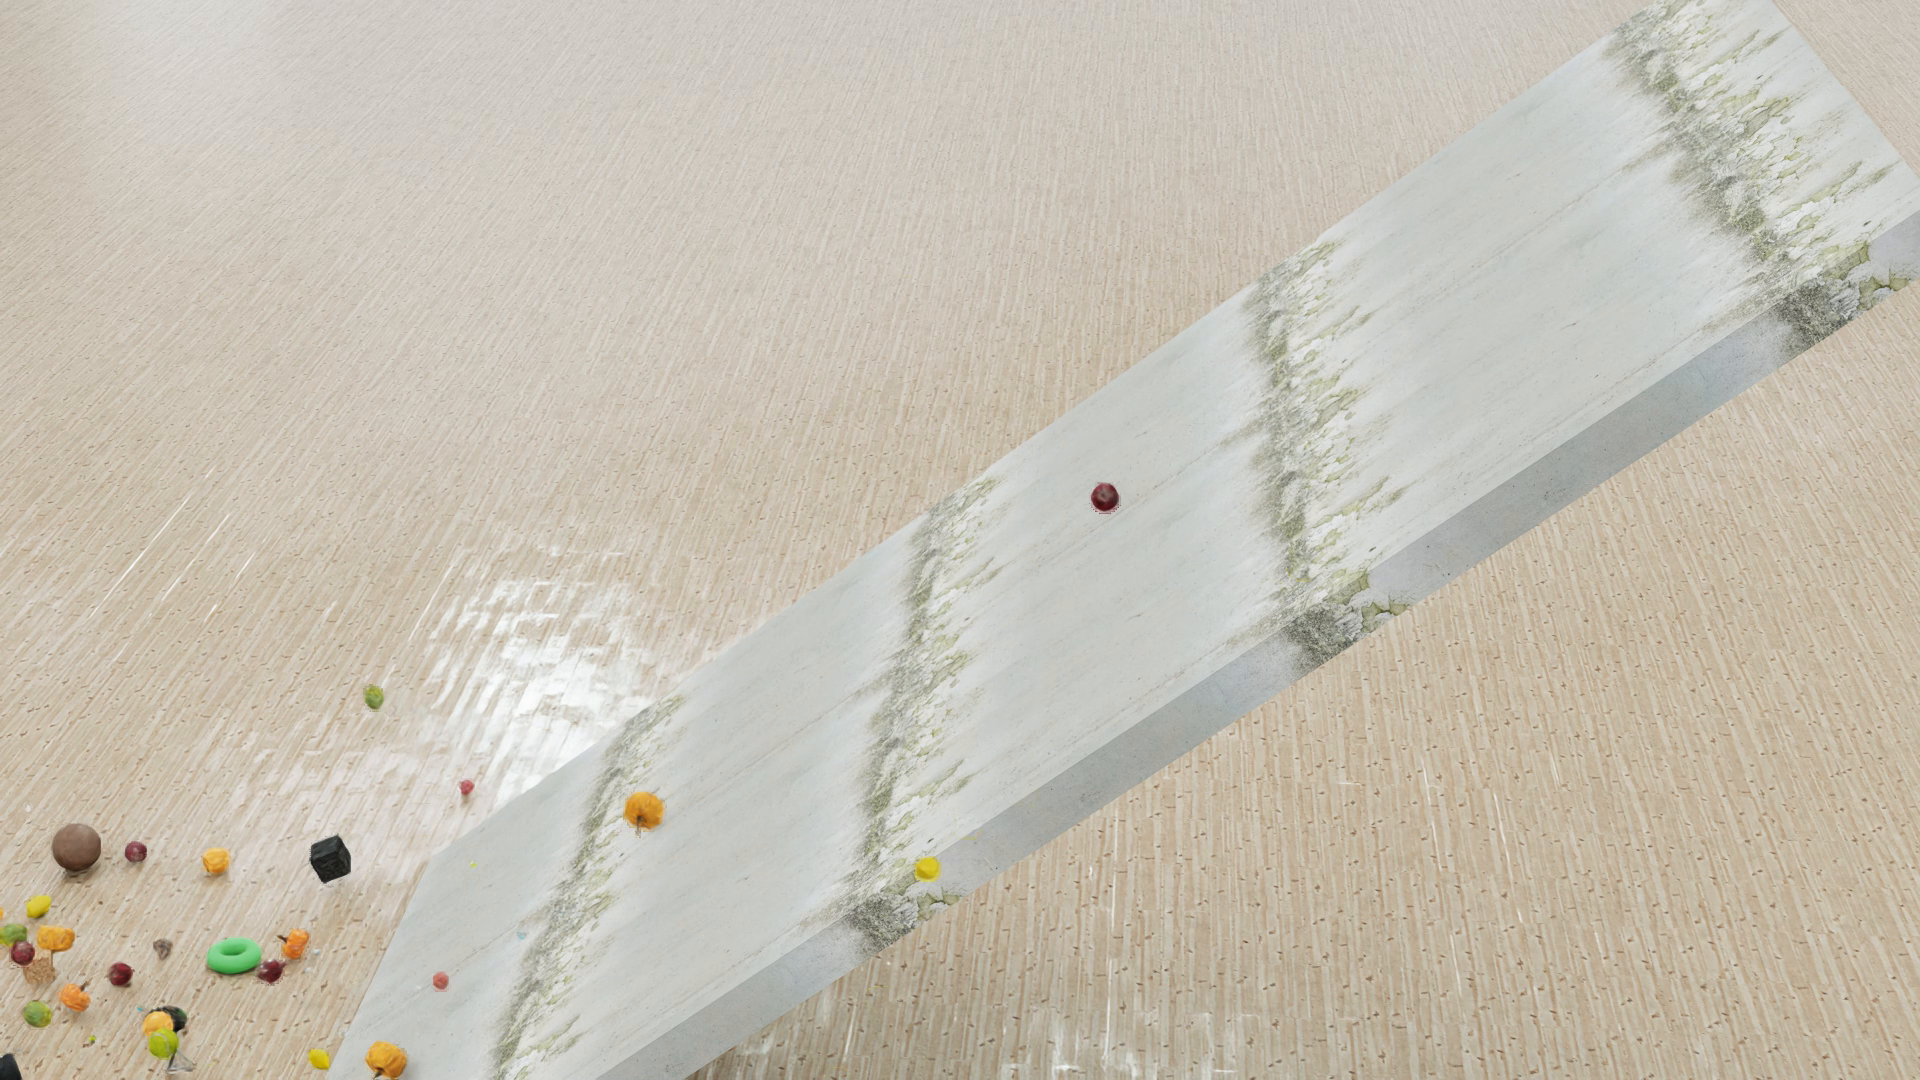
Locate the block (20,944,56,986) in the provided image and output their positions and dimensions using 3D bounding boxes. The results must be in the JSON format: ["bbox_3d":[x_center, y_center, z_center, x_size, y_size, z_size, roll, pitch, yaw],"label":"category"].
[{"bbox_3d":[-2.323,1.069,7.406,0.067,0.067,0.067,-11,25,-25],"label":"block"}]

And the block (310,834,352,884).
[{"bbox_3d":[-1.669,0.846,7.798,0.079,0.079,0.079,-22,29,2],"label":"block"}]

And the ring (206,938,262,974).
[{"bbox_3d":[-1.843,1.055,7.467,0.136,0.045,0.136,1,23,0],"label":"ring"}]

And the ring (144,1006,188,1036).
[{"bbox_3d":[-1.944,1.176,7.195,0.105,0.035,0.105,1,22,0],"label":"ring"}]

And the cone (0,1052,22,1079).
[{"bbox_3d":[-2.234,1.278,6.941,0.097,0.097,0.097,36,33,11],"label":"cone"}]

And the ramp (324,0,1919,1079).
[{"bbox_3d":[0.126,0.181,6.328,4.000,0.100,2.000,-35,16,17],"label":"ramp"}]

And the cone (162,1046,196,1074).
[{"bbox_3d":[-1.852,1.252,7.017,0.072,0.072,0.072,28,13,-23],"label":"cone"}]
